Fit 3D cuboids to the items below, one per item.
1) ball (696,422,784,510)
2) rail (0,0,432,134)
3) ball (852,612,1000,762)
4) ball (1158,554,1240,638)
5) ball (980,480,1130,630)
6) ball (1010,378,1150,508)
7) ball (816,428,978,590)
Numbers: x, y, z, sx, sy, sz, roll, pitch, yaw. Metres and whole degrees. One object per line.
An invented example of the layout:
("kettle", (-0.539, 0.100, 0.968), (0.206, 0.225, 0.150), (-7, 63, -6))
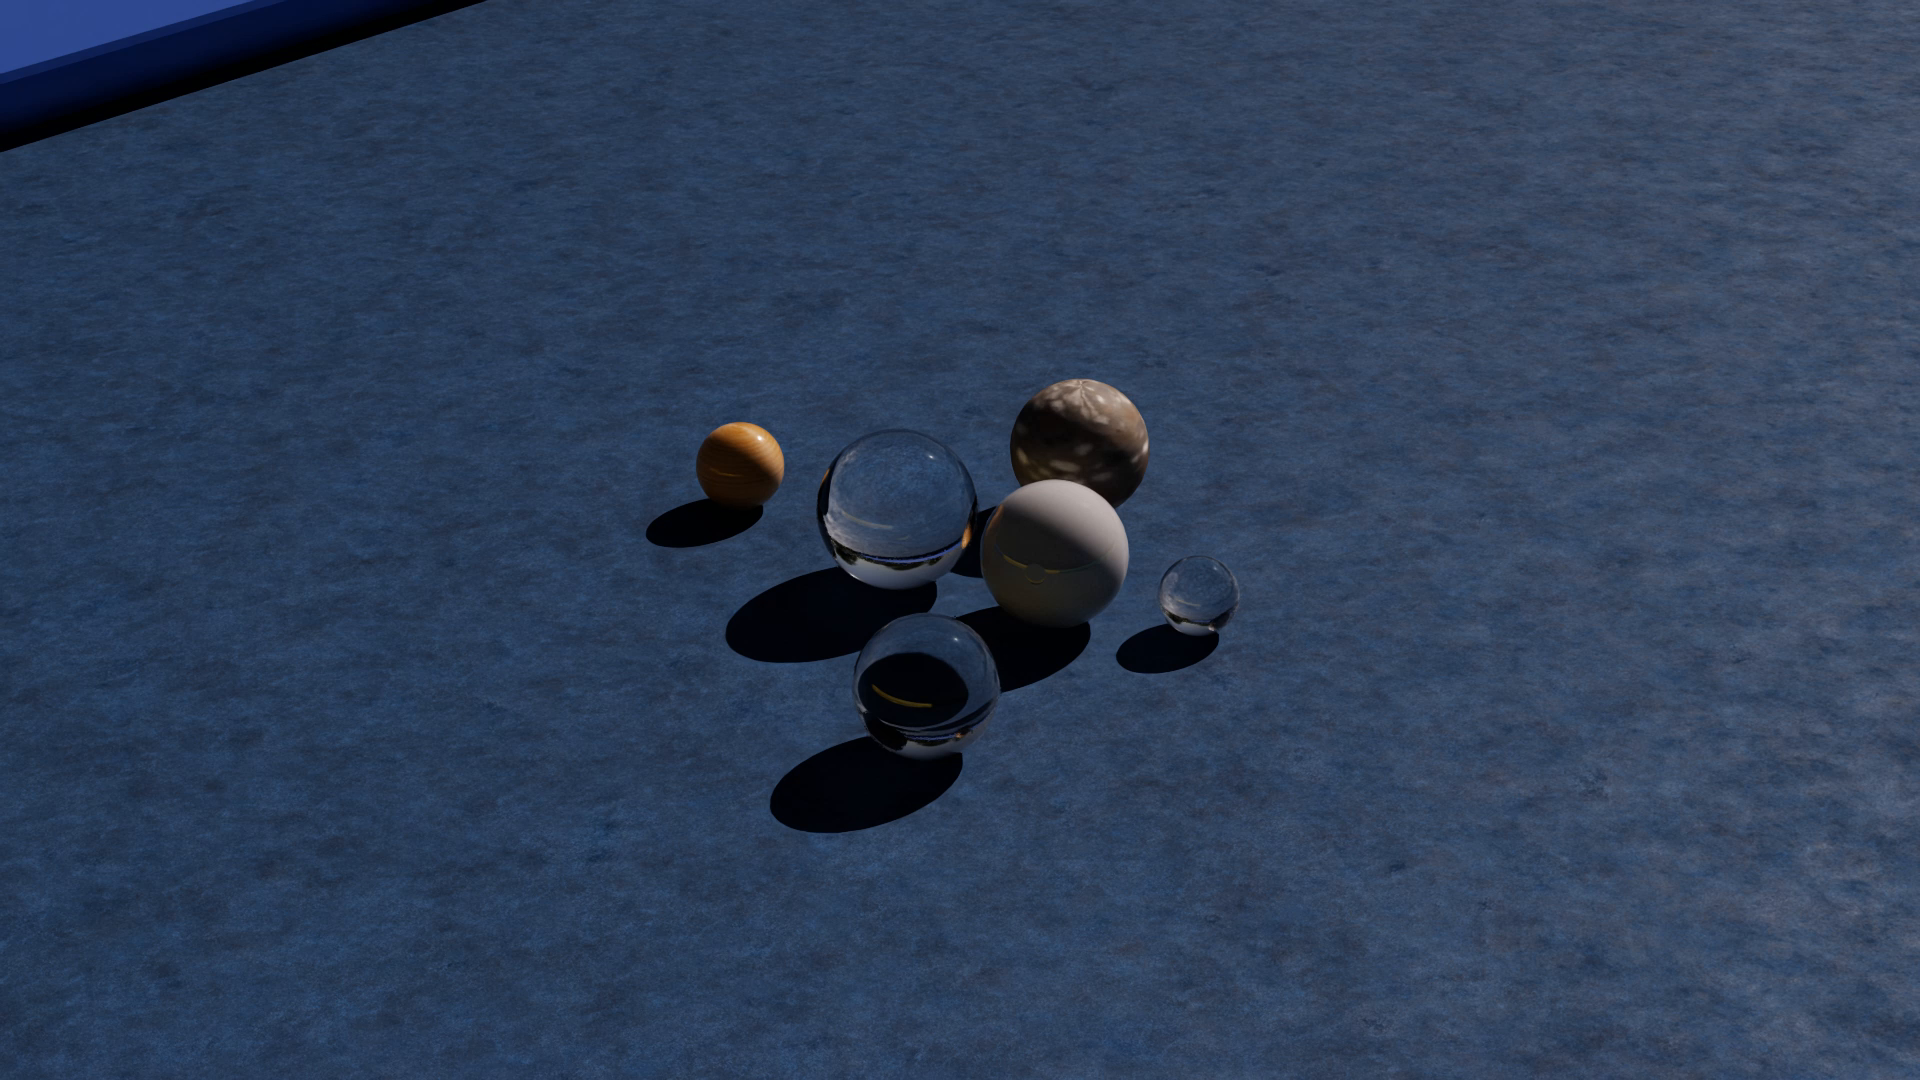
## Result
("ball", (-0.135, -0.045, 1.807), (0.055, 0.055, 0.055), (0, 27, 0))
("rail", (-0.191, -0.722, 3.055), (0.045, 0.122, 4.353), (20, 33, 34))
("ball", (-0.018, 0.077, 1.542), (0.078, 0.078, 0.078), (0, 27, 0))
("ball", (0.135, 0.032, 1.665), (0.047, 0.047, 0.047), (0, 27, 0))
("ball", (0.053, 0.008, 1.668), (0.085, 0.085, 0.085), (0, 27, 0))
("ball", (0.073, -0.056, 1.793), (0.085, 0.085, 0.085), (0, 27, 0))
("ball", (-0.036, -0.018, 1.709), (0.094, 0.094, 0.094), (0, 27, 0))
